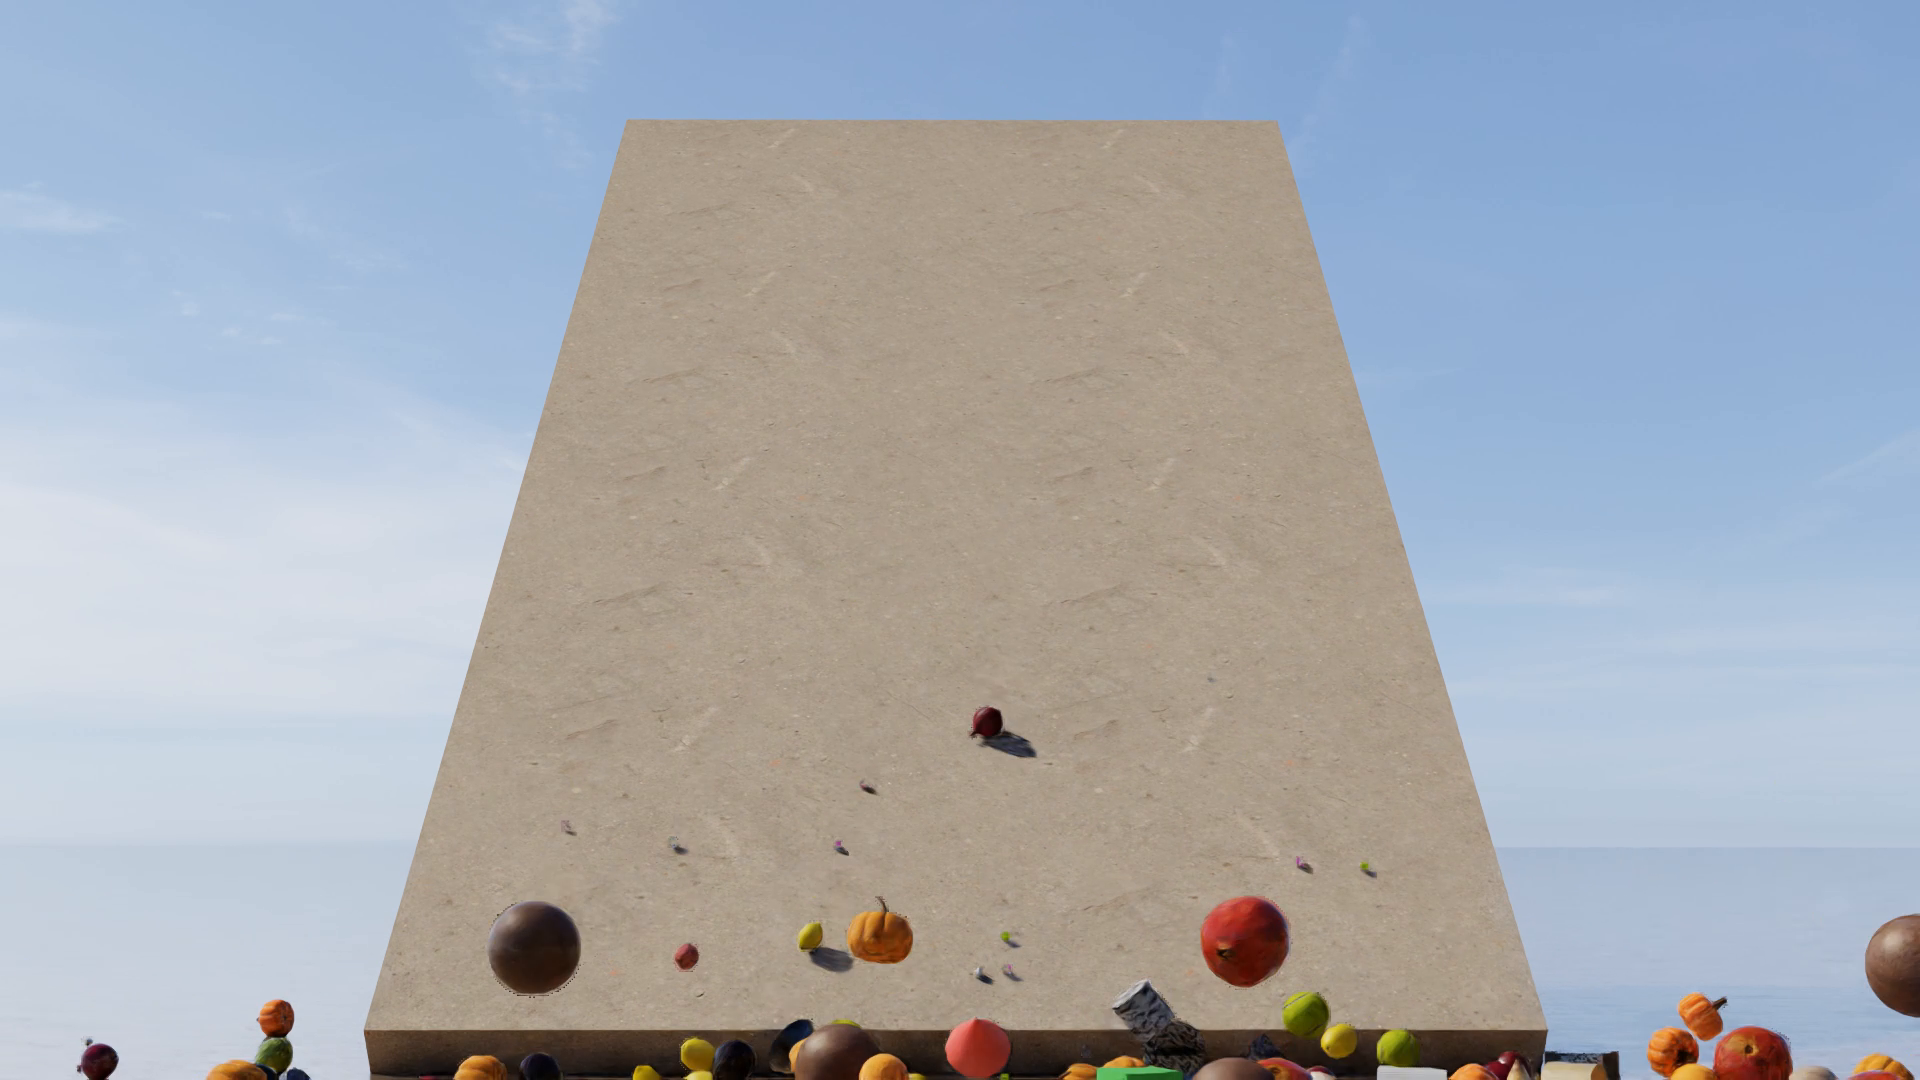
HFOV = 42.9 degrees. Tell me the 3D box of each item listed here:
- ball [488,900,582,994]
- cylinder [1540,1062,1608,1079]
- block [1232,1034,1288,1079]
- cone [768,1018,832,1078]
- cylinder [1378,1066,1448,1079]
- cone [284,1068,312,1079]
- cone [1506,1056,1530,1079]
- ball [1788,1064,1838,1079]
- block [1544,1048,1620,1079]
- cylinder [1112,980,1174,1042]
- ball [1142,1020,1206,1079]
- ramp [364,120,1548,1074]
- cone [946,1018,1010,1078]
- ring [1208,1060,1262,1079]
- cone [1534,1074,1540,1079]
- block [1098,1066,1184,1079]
[{"bbox_3d":[-0.436,0.417,2.503,0.095,0.095,0.095,0,-7,0],"label":"ball"},{"bbox_3d":[0.891,0.796,3.545,0.074,0.074,0.074,-5,-9,37],"label":"cylinder"},{"bbox_3d":[0.473,0.826,3.865,0.056,0.056,0.056,-51,-16,20],"label":"block"},{"bbox_3d":[-0.234,0.823,3.860,0.097,0.097,0.097,30,13,37],"label":"cone"},{"bbox_3d":[0.605,0.751,3.269,0.091,0.091,0.091,0,-7,11],"label":"cylinder"},{"bbox_3d":[-1.016,0.837,3.700,0.055,0.055,0.055,-38,-22,18],"label":"cone"},{"bbox_3d":[0.797,0.780,3.487,0.090,0.090,0.090,-1,-7,0],"label":"cone"},{"bbox_3d":[1.219,0.787,3.489,0.078,0.078,0.078,0,-7,0],"label":"ball"},{"bbox_3d":[0.929,0.804,3.647,0.082,0.082,0.082,-5,-9,37],"label":"block"},{"bbox_3d":[0.268,0.690,3.586,0.065,0.065,0.065,-40,1,1],"label":"cylinder"},{"bbox_3d":[0.315,0.756,3.609,0.093,0.093,0.093,0,-7,0],"label":"ball"},{"bbox_3d":[-0.015,-0.190,5.850,2.000,0.100,4.000,0,32,0],"label":"ramp"},{"bbox_3d":[0.024,0.690,3.417,0.091,0.091,0.091,0,-38,3],"label":"cone"},{"bbox_3d":[0.388,0.799,3.576,0.121,0.040,0.121,-27,-15,-8],"label":"ring"},{"bbox_3d":[0.849,0.803,3.587,0.052,0.052,0.052,-5,20,2],"label":"cone"},{"bbox_3d":[0.243,0.760,3.301,0.087,0.087,0.087,3,-8,-23],"label":"block"}]
